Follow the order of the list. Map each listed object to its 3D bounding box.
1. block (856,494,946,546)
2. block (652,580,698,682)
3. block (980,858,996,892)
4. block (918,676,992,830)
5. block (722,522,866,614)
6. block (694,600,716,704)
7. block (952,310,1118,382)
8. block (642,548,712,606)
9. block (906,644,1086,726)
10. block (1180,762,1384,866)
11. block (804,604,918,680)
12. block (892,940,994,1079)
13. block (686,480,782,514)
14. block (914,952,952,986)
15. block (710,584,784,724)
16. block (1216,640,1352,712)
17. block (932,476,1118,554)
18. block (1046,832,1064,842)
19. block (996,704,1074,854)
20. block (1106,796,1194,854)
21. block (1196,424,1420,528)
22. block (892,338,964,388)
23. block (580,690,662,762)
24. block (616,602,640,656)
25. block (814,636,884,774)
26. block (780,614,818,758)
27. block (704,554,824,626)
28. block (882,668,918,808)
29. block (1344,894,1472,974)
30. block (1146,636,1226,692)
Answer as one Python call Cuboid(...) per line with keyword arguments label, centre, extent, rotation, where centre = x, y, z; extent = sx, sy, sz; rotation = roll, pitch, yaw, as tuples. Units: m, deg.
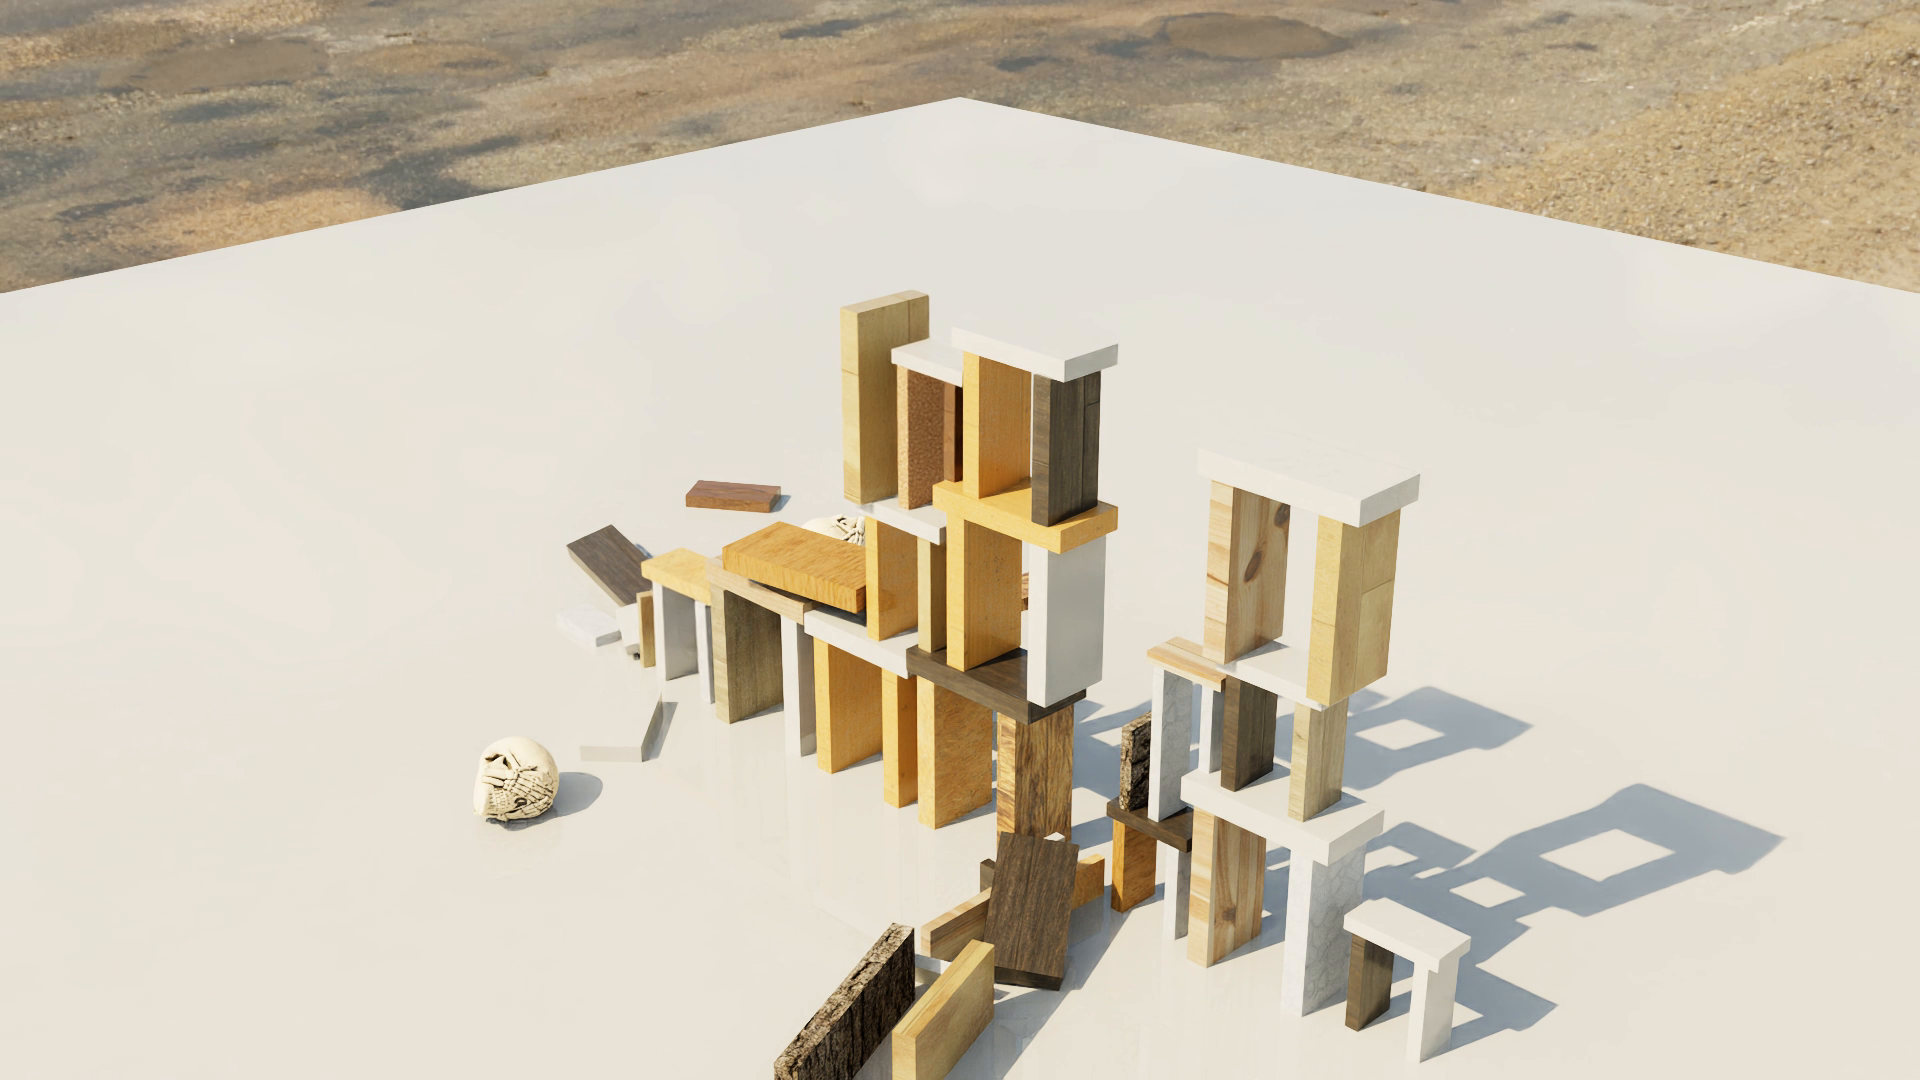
Cuboid(label="block", centre=(-0.080, -0.056, 4.278), extent=(0.119, 0.034, 0.239), rotation=(-21, 31, -40))
Cuboid(label="block", centre=(-0.635, 0.190, 5.003), extent=(0.121, 0.241, 0.034), rotation=(-20, 32, -39))
Cuboid(label="block", centre=(0.101, 0.661, 4.100), extent=(0.023, 0.080, 0.159), rotation=(-20, 30, -39))
Cuboid(label="block", centre=(-0.009, 0.399, 4.399), extent=(0.047, 0.328, 0.164), rotation=(21, 31, 41))
Cuboid(label="block", centre=(-0.296, 0.053, 4.534), extent=(0.359, 0.051, 0.180), rotation=(16, 28, 34))
Cuboid(label="block", centre=(-0.526, 0.233, 4.902), extent=(0.121, 0.241, 0.034), rotation=(-21, 30, -40))
Cuboid(label="block", centre=(0.132, -0.348, 3.927), extent=(0.139, 0.039, 0.278), rotation=(-21, 31, -40))
Cuboid(label="block", centre=(-0.586, 0.081, 4.907), extent=(0.241, 0.034, 0.121), rotation=(20, 30, 39))
Cuboid(label="block", centre=(0.068, 0.257, 4.254), extent=(0.329, 0.047, 0.164), rotation=(21, 31, 41))
Cuboid(label="block", centre=(0.557, 0.458, 3.812), extent=(0.317, 0.045, 0.158), rotation=(21, 31, 41))
Cuboid(label="block", centre=(-0.158, 0.191, 4.474), extent=(0.305, 0.043, 0.153), rotation=(21, 31, 41))
Cuboid(label="block", centre=(-0.025, 0.808, 3.668), extent=(0.042, 0.148, 0.295), rotation=(11, 25, 24))
Cuboid(label="block", centre=(-0.617, -0.119, 5.998), extent=(0.236, 0.033, 0.118), rotation=(5, 23, 11))
Cuboid(label="block", centre=(-0.054, 0.758, 3.869), extent=(0.167, 0.084, 0.024), rotation=(10, 61, 23))
Cuboid(label="block", centre=(-0.463, 0.227, 4.814), extent=(0.161, 0.321, 0.046), rotation=(-21, 31, -40))
Cuboid(label="block", centre=(0.554, 0.222, 3.712), extent=(0.219, 0.031, 0.109), rotation=(21, 31, 40))
Cuboid(label="block", centre=(0.119, -0.061, 4.071), extent=(0.319, 0.045, 0.159), rotation=(21, 31, 40))
Cuboid(label="block", centre=(0.134, 0.623, 4.191), extent=(0.159, 0.080, 0.023), rotation=(-19, 29, -37))
Cuboid(label="block", centre=(0.146, 0.460, 4.256), extent=(0.164, 0.329, 0.047), rotation=(-21, 31, -41))
Cuboid(label="block", centre=(0.372, 0.510, 4.032), extent=(0.192, 0.027, 0.096), rotation=(21, 31, 41))
Cuboid(label="block", centre=(0.562, -0.107, 3.562), extent=(0.323, 0.046, 0.162), rotation=(21, 31, 41))
Cuboid(label="block", centre=(-0.026, -0.333, 4.117), extent=(0.098, 0.028, 0.195), rotation=(-20, 30, -39))
Cuboid(label="block", centre=(-0.733, 0.402, 4.767), extent=(0.131, 0.037, 0.261), rotation=(1, 23, 2))
Cuboid(label="block", centre=(-0.752, 0.204, 5.166), extent=(0.090, 0.025, 0.180), rotation=(-17, 30, -8))
Cuboid(label="block", centre=(-0.231, 0.323, 4.608), extent=(0.043, 0.305, 0.153), rotation=(21, 31, 41))
Cuboid(label="block", centre=(-0.302, 0.285, 4.677), extent=(0.046, 0.321, 0.161), rotation=(19, 30, 38))
Cuboid(label="block", centre=(-0.378, 0.088, 4.674), extent=(0.161, 0.046, 0.321), rotation=(-21, 31, -40))
Cuboid(label="block", centre=(-0.086, 0.379, 4.476), extent=(0.043, 0.305, 0.153), rotation=(21, 31, 41))
Cuboid(label="block", centre=(0.750, 0.659, 3.691), extent=(0.188, 0.027, 0.094), rotation=(21, 31, 41))
Cuboid(label="block", centre=(0.419, 0.217, 3.866), extent=(0.166, 0.024, 0.083), rotation=(21, 31, 41))
